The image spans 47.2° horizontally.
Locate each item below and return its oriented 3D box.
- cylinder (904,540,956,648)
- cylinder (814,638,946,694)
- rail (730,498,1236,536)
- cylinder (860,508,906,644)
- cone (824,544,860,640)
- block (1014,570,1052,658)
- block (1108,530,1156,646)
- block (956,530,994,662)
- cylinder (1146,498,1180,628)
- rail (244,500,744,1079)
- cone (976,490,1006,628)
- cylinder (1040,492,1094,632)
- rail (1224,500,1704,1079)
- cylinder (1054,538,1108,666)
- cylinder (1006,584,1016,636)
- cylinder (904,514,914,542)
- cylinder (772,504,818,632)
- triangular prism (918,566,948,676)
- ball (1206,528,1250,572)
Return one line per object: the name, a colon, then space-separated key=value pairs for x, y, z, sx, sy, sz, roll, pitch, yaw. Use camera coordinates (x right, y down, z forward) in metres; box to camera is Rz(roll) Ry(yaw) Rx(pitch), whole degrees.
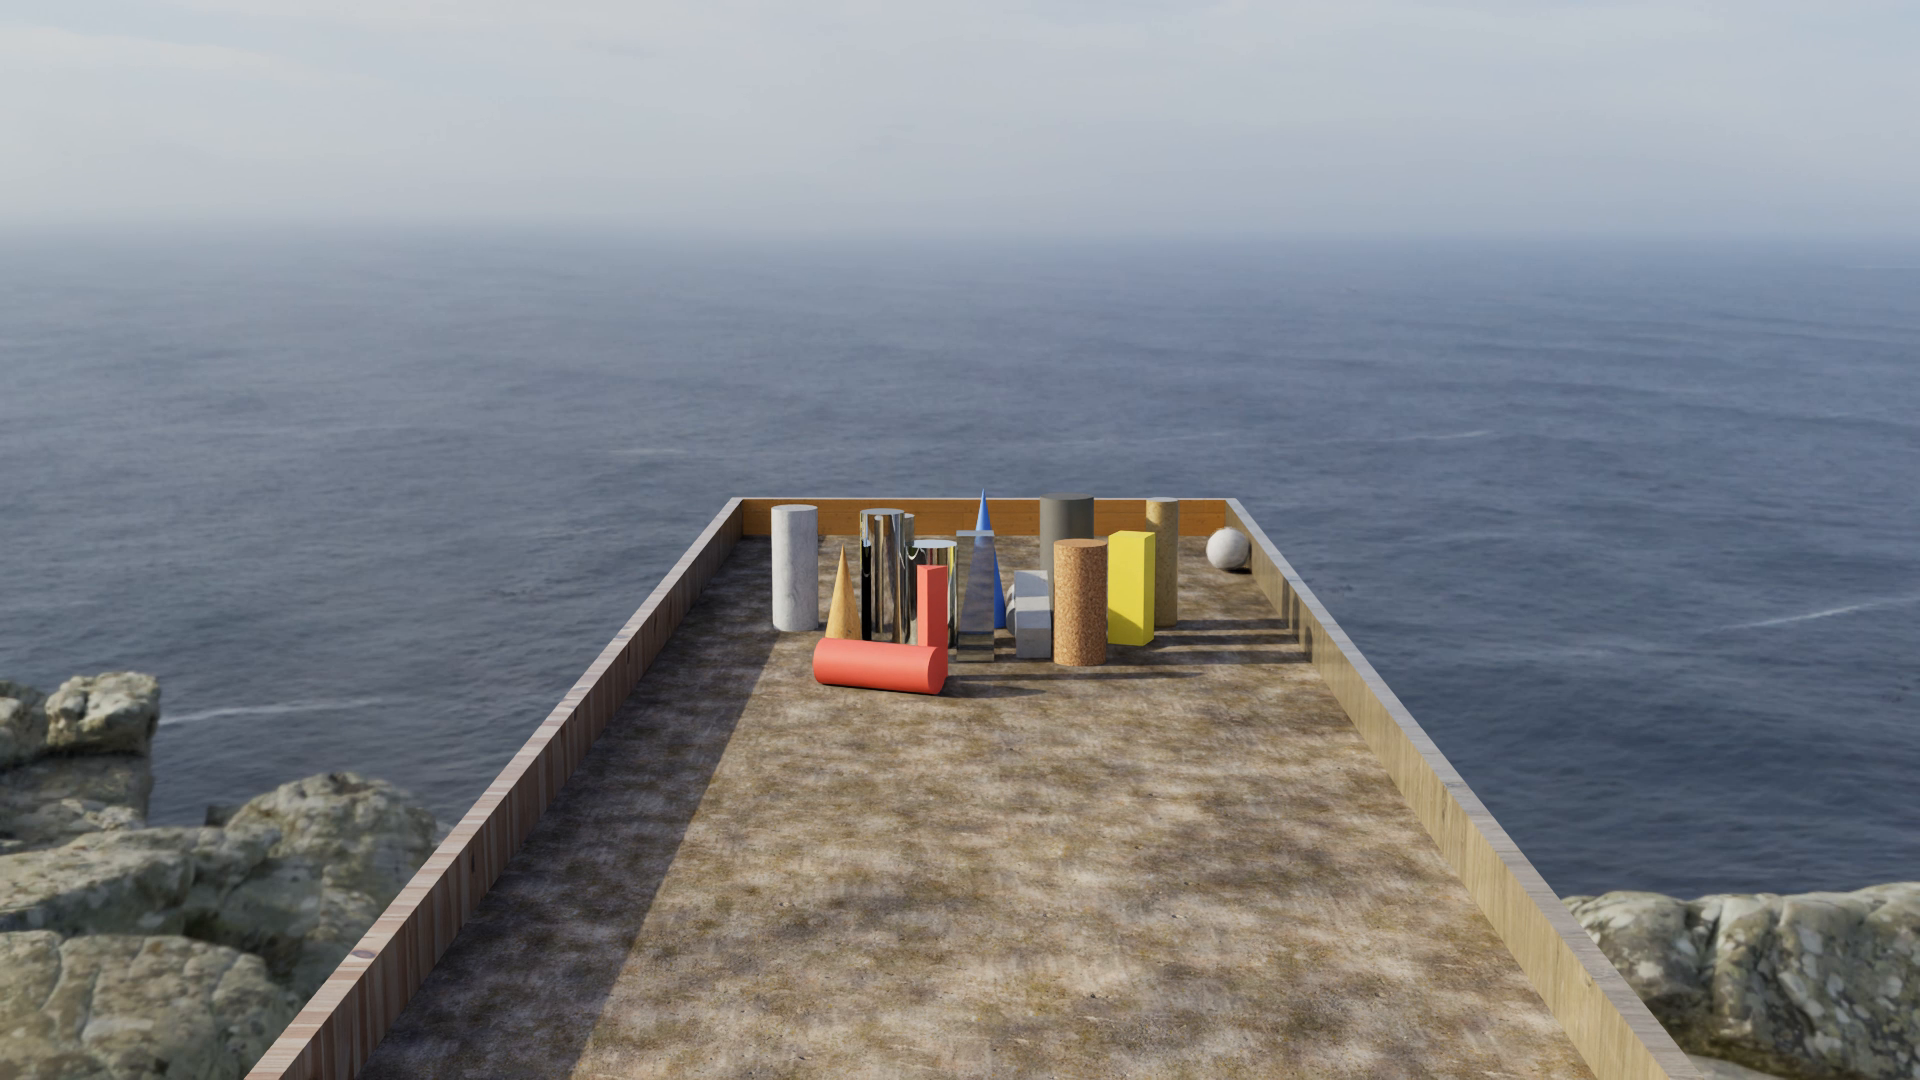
cylinder: x=-0.091 y=0.170 z=6.915 sx=0.170 sy=0.320 sz=0.170 roll=0 pitch=9 yaw=0
cylinder: x=-0.231 y=0.360 z=6.307 sx=0.359 sy=0.134 sz=0.134 roll=4 pitch=10 yaw=23
rail: x=0.099 y=-0.098 z=9.147 sx=2.100 sy=0.150 sz=0.050 roll=0 pitch=9 yaw=1
cylinder: x=-0.234 y=0.140 z=6.666 sx=0.135 sy=0.457 sz=0.135 roll=0 pitch=9 yaw=0
cone: x=-0.368 y=0.165 z=6.955 sx=0.128 sy=0.316 sz=0.128 roll=0 pitch=9 yaw=0
block: x=0.225 y=0.229 z=6.865 sx=0.105 sy=0.105 sz=0.357 roll=0 pitch=29 yaw=0
block: x=0.543 y=0.152 z=6.956 sx=0.116 sy=0.343 sz=0.116 roll=4 pitch=10 yaw=22
block: x=0.046 y=0.171 z=6.695 sx=0.114 sy=0.387 sz=0.114 roll=0 pitch=9 yaw=0
cylinder: x=0.661 y=0.074 z=7.210 sx=0.107 sy=0.418 sz=0.107 roll=0 pitch=9 yaw=0
rail: x=-1.004 y=0.839 z=3.234 sx=0.050 sy=0.150 sz=12.000 roll=0 pitch=9 yaw=1
cone: x=0.077 y=0.052 z=7.221 sx=0.166 sy=0.457 sz=0.166 roll=0 pitch=9 yaw=0
cylinder: x=0.348 y=0.071 z=7.178 sx=0.176 sy=0.433 sz=0.176 roll=0 pitch=9 yaw=0
rail: x=1.046 y=0.843 z=3.208 sx=0.050 sy=0.150 sz=12.000 roll=0 pitch=9 yaw=1
cylinder: x=0.364 y=0.188 z=6.663 sx=0.161 sy=0.363 sz=0.161 roll=0 pitch=9 yaw=0
cylinder: x=0.204 y=0.228 z=7.233 sx=0.106 sy=0.106 sz=0.441 roll=0 pitch=9 yaw=2
cylinder: x=-0.206 y=0.103 z=7.180 sx=0.117 sy=0.369 sz=0.117 roll=0 pitch=9 yaw=0
cylinder: x=-0.539 y=0.090 z=7.183 sx=0.151 sy=0.394 sz=0.151 roll=0 pitch=9 yaw=0
triangular prism: x=-0.094 y=0.241 z=6.434 sx=0.076 sy=0.331 sz=0.088 roll=7 pitch=12 yaw=39
ball: x=1.006 y=0.037 z=8.260 sx=0.161 sy=0.161 sz=0.161 roll=0 pitch=9 yaw=0
